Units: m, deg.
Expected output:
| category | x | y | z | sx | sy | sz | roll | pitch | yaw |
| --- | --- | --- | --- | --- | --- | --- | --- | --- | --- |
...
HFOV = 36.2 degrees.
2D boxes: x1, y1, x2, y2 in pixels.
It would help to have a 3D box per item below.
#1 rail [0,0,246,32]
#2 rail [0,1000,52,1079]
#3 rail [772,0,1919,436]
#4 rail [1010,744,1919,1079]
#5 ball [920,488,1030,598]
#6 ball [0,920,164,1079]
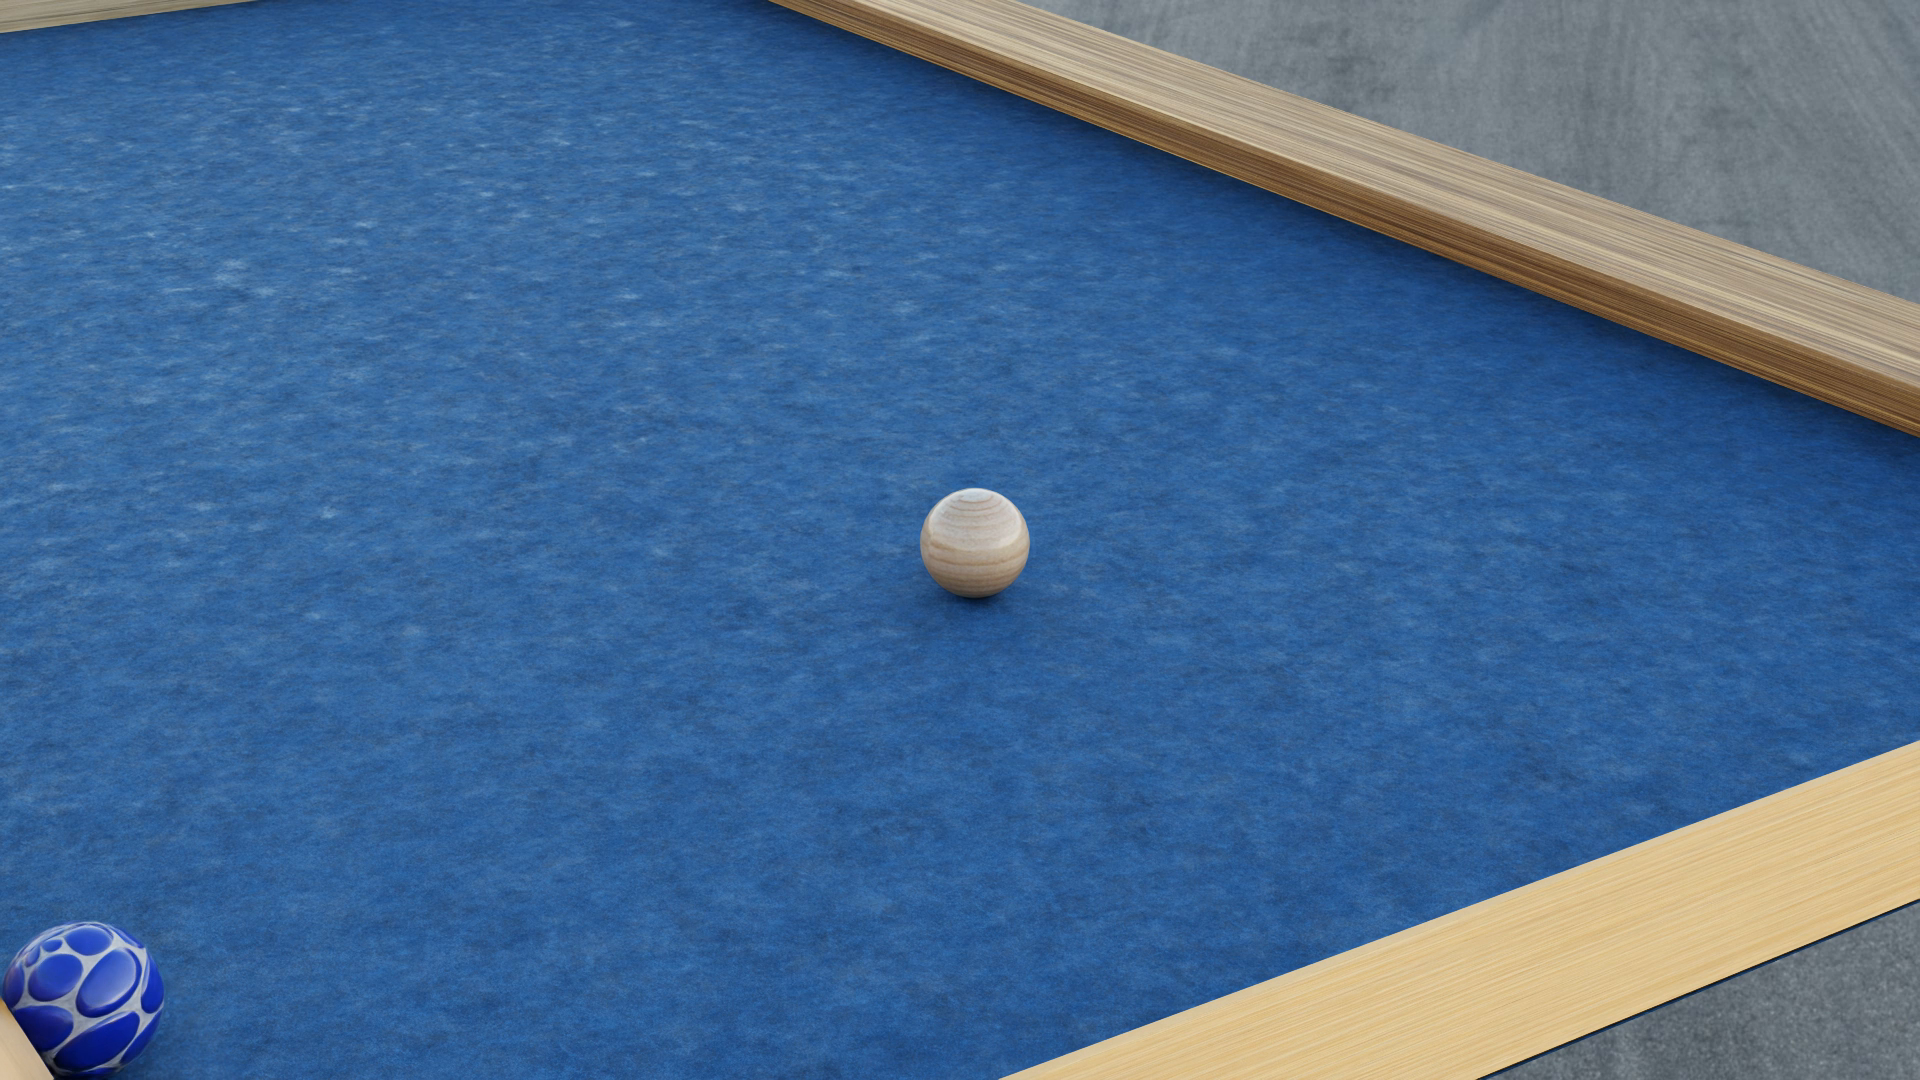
| category | x | y | z | sx | sy | sz | roll | pitch | yaw |
| --- | --- | --- | --- | --- | --- | --- | --- | --- | --- |
| rail | -1.223 | -0.762 | 4.035 | 1.775 | 0.117 | 0.045 | -14 | 27 | -30 |
| rail | -1.136 | -0.088 | 2.456 | 0.045 | 0.117 | 3.022 | -14 | 27 | -30 |
| rail | 0.312 | -0.457 | 3.322 | 0.045 | 0.117 | 3.022 | -14 | 27 | -30 |
| rail | 0.399 | 0.217 | 1.742 | 1.775 | 0.117 | 0.045 | -14 | 27 | -30 |
| ball | 0.012 | 0.002 | 2.288 | 0.086 | 0.086 | 0.086 | 0 | 23 | 0 |
| ball | -0.500 | 0.262 | 1.673 | 0.090 | 0.090 | 0.090 | 0 | 23 | 0 |
